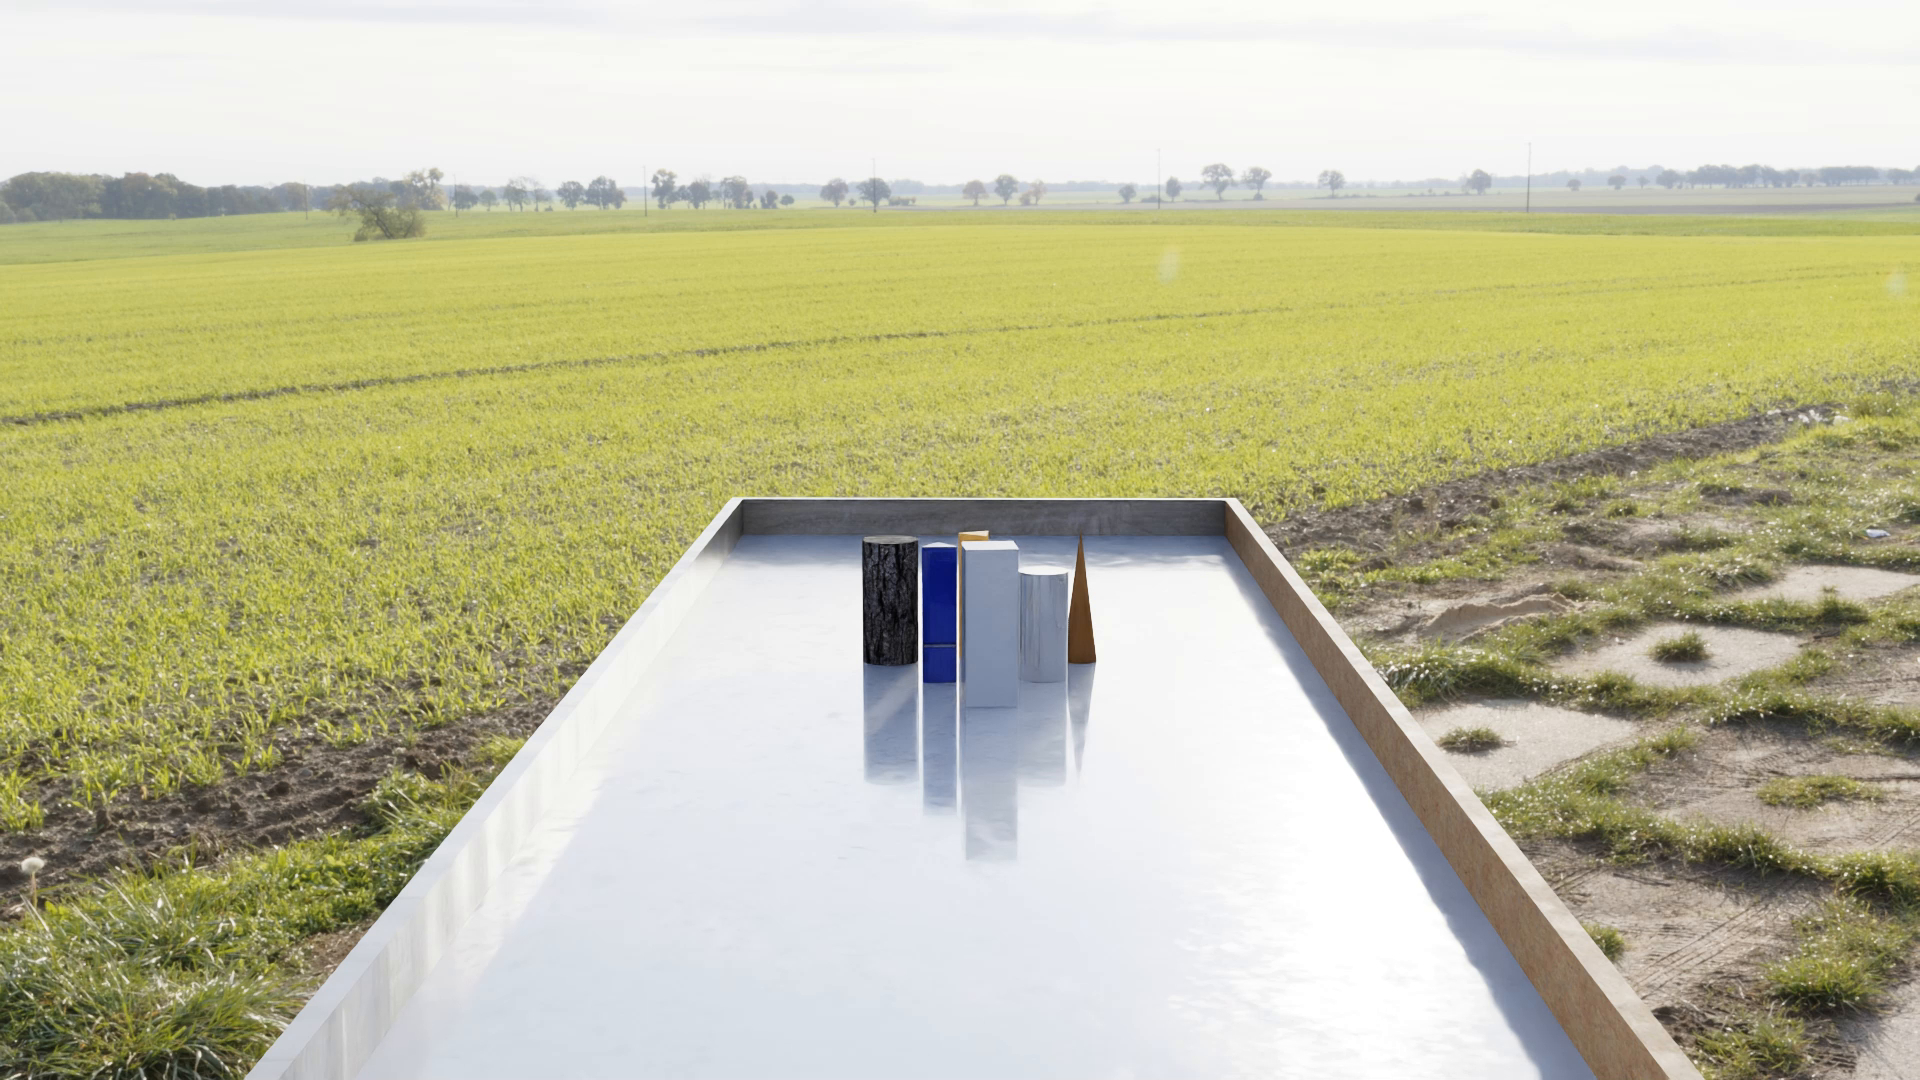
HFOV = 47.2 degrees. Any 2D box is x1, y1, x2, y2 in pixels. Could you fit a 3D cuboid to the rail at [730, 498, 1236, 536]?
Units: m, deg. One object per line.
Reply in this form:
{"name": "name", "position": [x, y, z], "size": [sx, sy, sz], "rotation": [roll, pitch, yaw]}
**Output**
{"name": "rail", "position": [0.099, -0.098, 9.147], "size": [2.100, 0.150, 0.050], "rotation": [0, 9, 1]}

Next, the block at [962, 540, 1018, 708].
{"name": "block", "position": [0.083, 0.233, 6.132], "size": [0.146, 0.441, 0.146], "rotation": [-1, 9, -4]}

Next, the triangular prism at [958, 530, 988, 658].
{"name": "triangular prism", "position": [0.061, 0.168, 6.715], "size": [0.099, 0.386, 0.086], "rotation": [6, 11, 34]}

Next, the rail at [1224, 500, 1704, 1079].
{"name": "rail", "position": [1.046, 0.843, 3.208], "size": [0.050, 0.150, 12.000], "rotation": [0, 9, 1]}

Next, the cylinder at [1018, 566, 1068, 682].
{"name": "cylinder", "position": [0.243, 0.246, 6.444], "size": [0.147, 0.318, 0.147], "rotation": [0, 9, 0]}

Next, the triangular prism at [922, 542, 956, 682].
{"name": "triangular prism", "position": [-0.061, 0.210, 6.408], "size": [0.099, 0.399, 0.086], "rotation": [0, 9, -3]}

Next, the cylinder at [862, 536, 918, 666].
{"name": "cylinder", "position": [-0.211, 0.182, 6.674], "size": [0.170, 0.372, 0.170], "rotation": [0, 9, 0]}

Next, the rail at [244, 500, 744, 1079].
{"name": "rail", "position": [-1.004, 0.839, 3.234], "size": [0.050, 0.150, 12.000], "rotation": [0, 9, 1]}

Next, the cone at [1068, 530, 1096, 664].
{"name": "cone", "position": [0.365, 0.165, 6.666], "size": [0.104, 0.408, 0.104], "rotation": [0, 9, 0]}
